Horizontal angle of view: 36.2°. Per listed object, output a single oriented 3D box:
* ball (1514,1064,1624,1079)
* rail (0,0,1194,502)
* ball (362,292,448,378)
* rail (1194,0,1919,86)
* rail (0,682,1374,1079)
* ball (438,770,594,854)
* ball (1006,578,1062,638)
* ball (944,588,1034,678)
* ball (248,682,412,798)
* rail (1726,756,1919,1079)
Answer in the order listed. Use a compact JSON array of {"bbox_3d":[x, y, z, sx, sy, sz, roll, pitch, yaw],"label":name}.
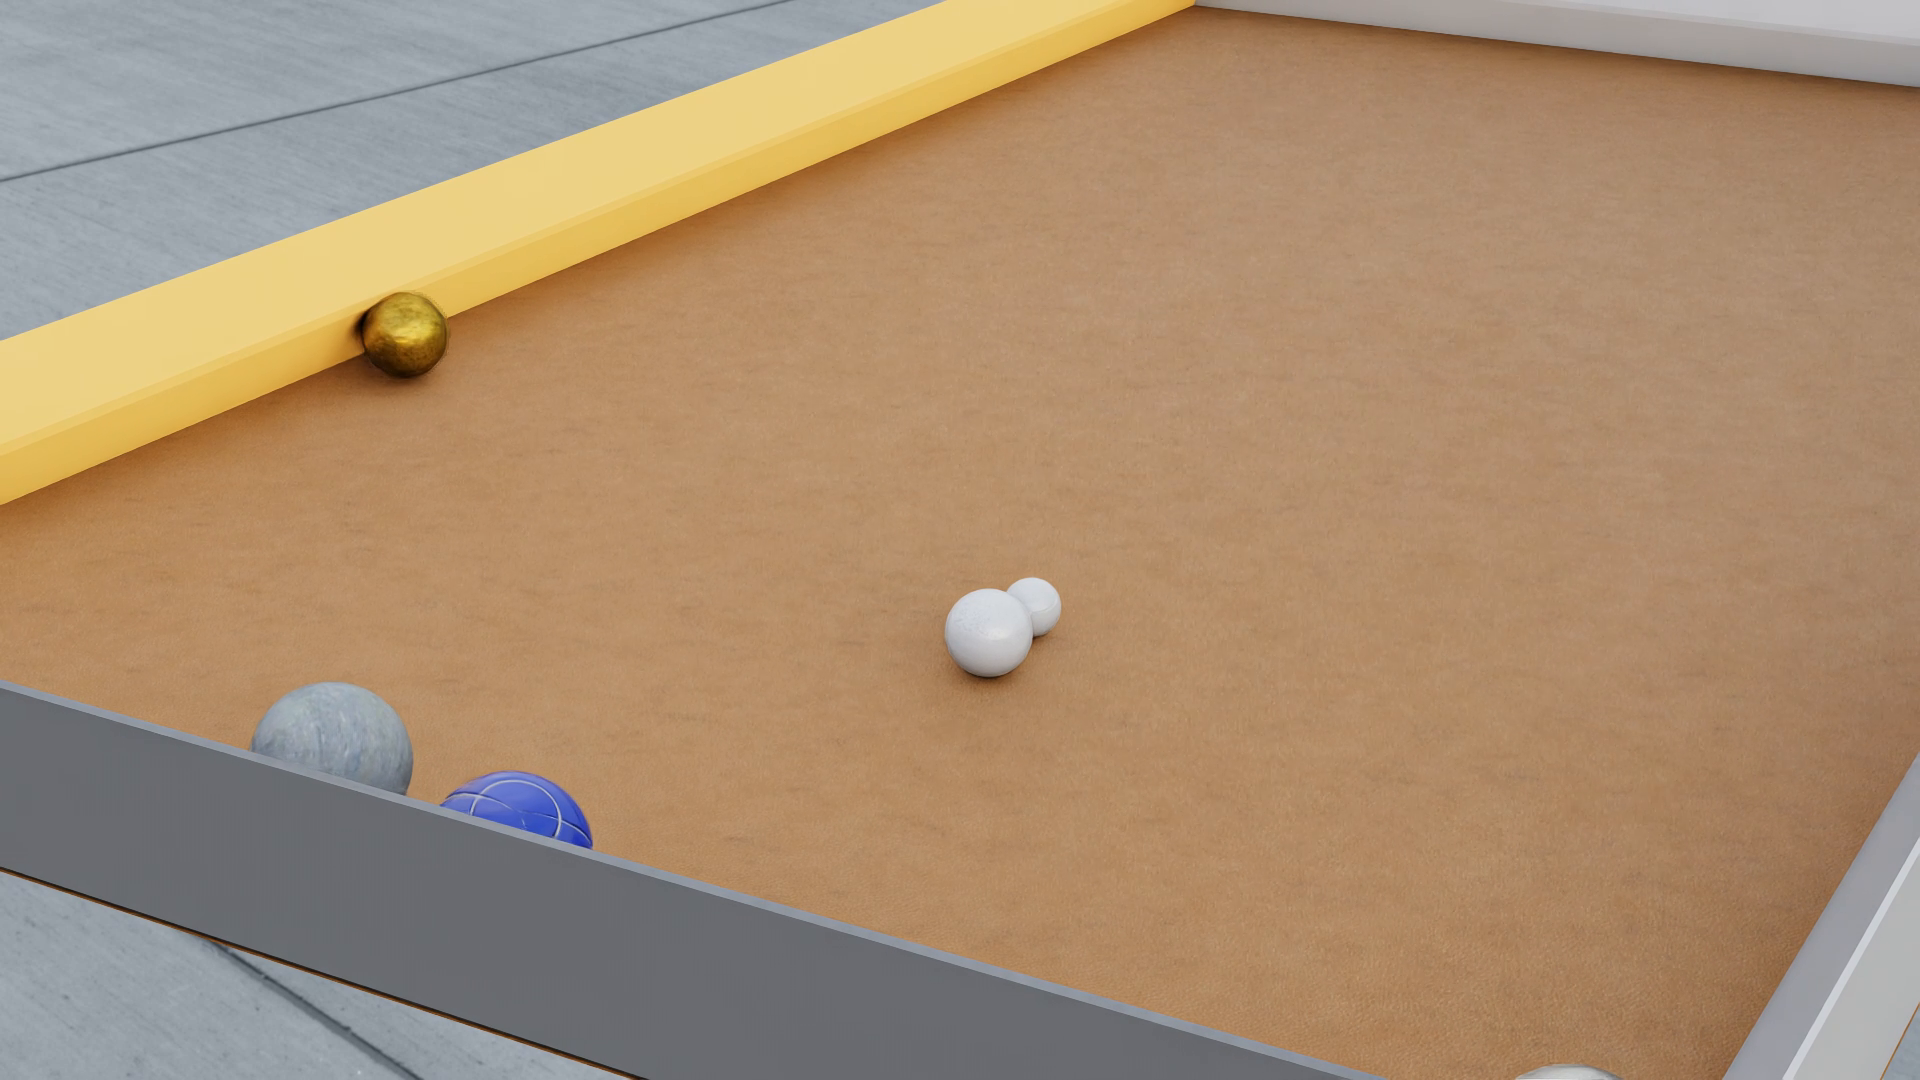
[{"bbox_3d":[0.276,0.283,1.328,0.093,0.093,0.093,0,22,0],"label":"ball"},{"bbox_3d":[-0.290,-0.354,2.857,0.045,0.122,2.503,12,25,27],"label":"rail"},{"bbox_3d":[-0.468,-0.173,2.481,0.072,0.072,0.072,0,22,0],"label":"ball"},{"bbox_3d":[0.916,-0.627,3.530,1.425,0.122,0.045,12,25,27],"label":"rail"},{"bbox_3d":[-0.297,0.176,1.552,1.425,0.122,0.045,12,25,27],"label":"rail"},{"bbox_3d":[-0.246,0.172,1.603,0.093,0.093,0.093,0,22,0],"label":"ball"},{"bbox_3d":[0.048,0.045,1.984,0.040,0.040,0.040,0,22,0],"label":"ball"},{"bbox_3d":[0.019,0.061,1.924,0.058,0.058,0.058,0,22,0],"label":"ball"},{"bbox_3d":[-0.365,0.129,1.707,0.094,0.094,0.094,0,22,0],"label":"ball"},{"bbox_3d":[0.908,-0.098,2.226,0.045,0.122,2.503,12,25,27],"label":"rail"}]
